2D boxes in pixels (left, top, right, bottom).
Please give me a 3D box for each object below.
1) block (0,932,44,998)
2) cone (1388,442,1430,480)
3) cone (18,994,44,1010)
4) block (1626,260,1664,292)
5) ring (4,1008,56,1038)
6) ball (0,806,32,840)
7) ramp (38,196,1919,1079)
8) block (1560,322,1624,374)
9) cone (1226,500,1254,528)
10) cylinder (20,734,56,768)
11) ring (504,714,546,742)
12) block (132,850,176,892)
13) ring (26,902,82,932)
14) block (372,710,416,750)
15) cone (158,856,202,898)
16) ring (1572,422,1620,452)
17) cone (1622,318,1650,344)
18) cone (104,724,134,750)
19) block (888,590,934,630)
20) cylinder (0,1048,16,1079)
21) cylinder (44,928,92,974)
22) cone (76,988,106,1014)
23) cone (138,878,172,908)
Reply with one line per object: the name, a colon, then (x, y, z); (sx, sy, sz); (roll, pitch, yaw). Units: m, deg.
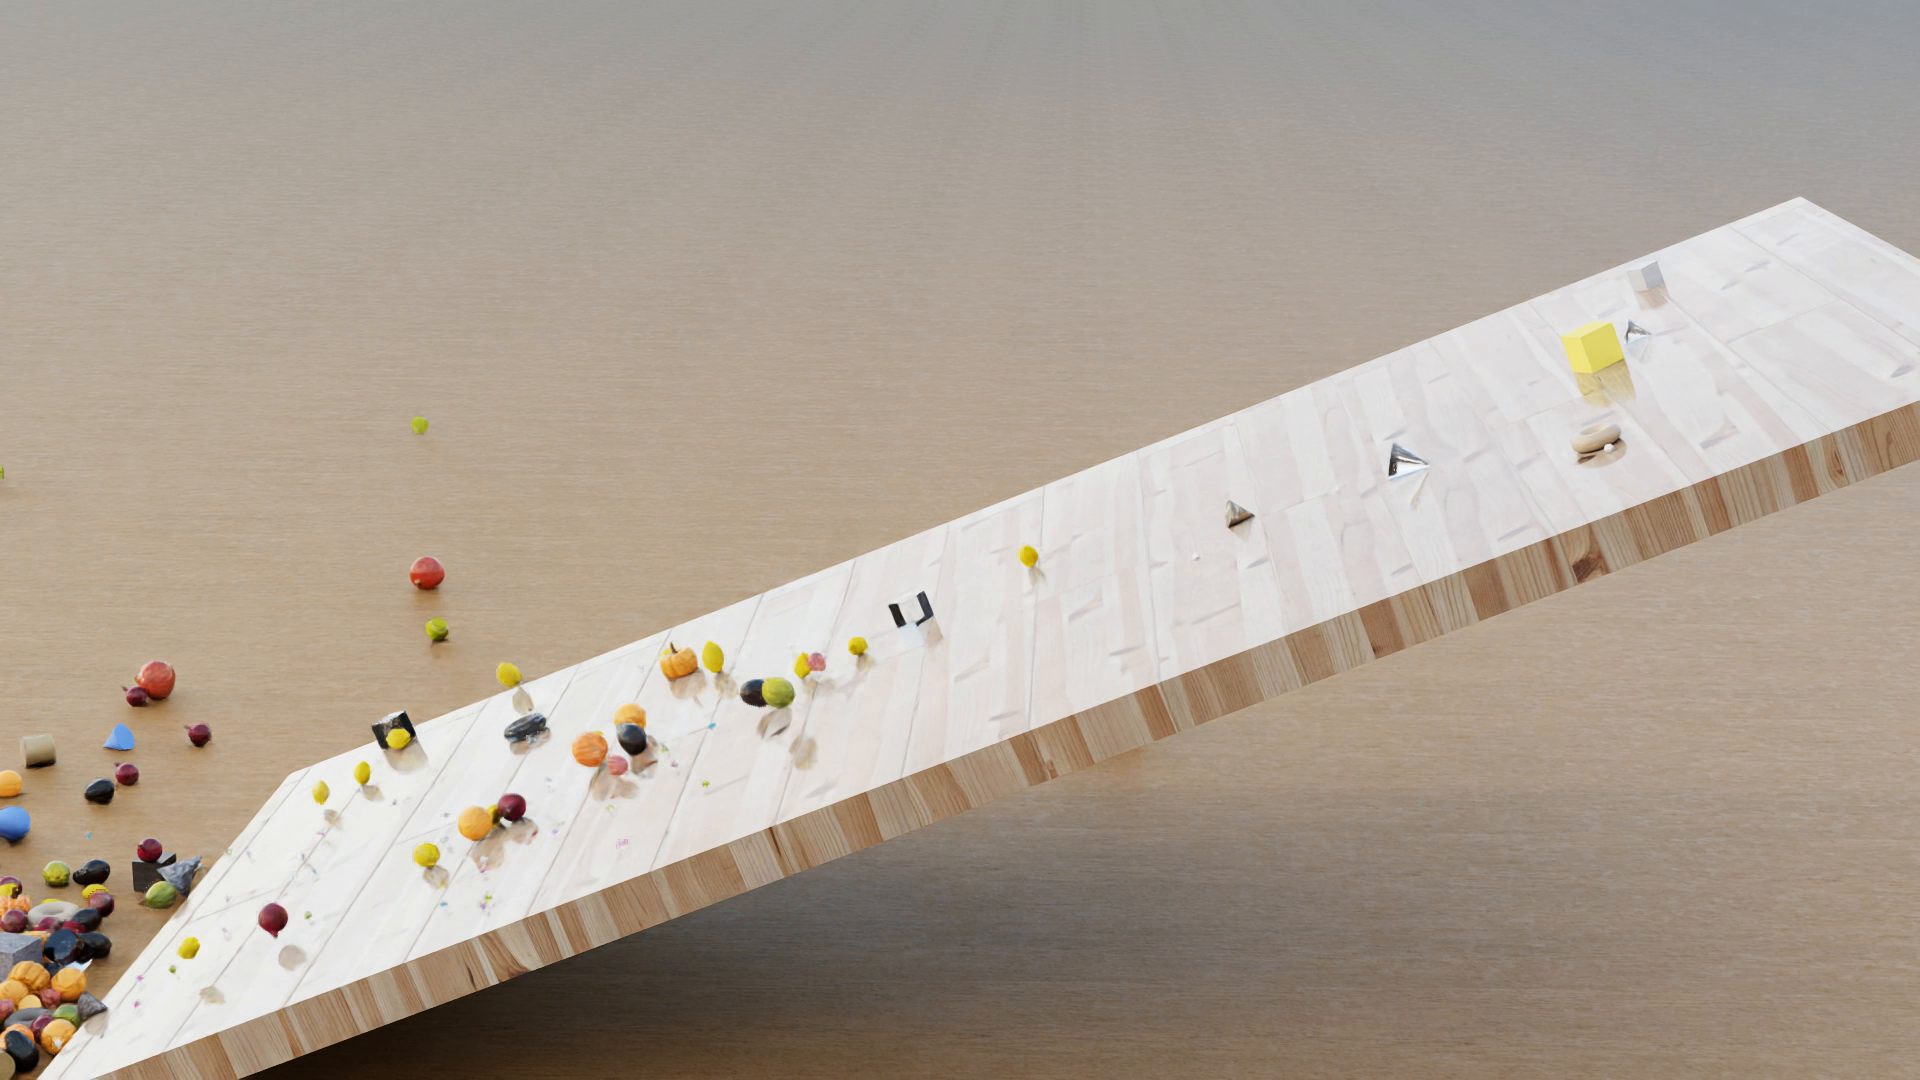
block: (-2.059, 0.919, 6.371); (0.100, 0.100, 0.100); (5, 15, 19)
cone: (0.916, -0.157, 5.975); (0.082, 0.082, 0.082); (8, 15, 11)
cone: (-1.954, 0.993, 6.230); (0.054, 0.054, 0.054); (4, -12, 18)
block: (1.566, -0.603, 6.721); (0.052, 0.052, 0.052); (-28, 13, -23)
ring: (-1.943, 1.008, 6.145); (0.104, 0.035, 0.104); (0, 15, 0)
ball: (-2.345, 0.702, 7.283); (0.085, 0.085, 0.085); (0, 14, 0)
ramp: (0.123, 0.173, 6.291); (4.000, 0.100, 2.000); (-21, 12, 7)
block: (1.335, -0.407, 6.207); (0.081, 0.081, 0.081); (-26, 12, -14)
cone: (0.588, -0.054, 6.141); (0.058, 0.058, 0.058); (3, 13, -7)
cylinder: (-2.466, 0.563, 7.866); (0.076, 0.076, 0.076); (-11, 17, -29)
ring: (-1.015, 0.437, 6.862); (0.107, 0.036, 0.107); (-23, 11, 5)
block: (-1.906, 0.786, 6.962); (0.075, 0.075, 0.075); (3, 14, 12)
ring: (-2.072, 0.862, 6.727); (0.122, 0.041, 0.122); (0, 15, 0)
block: (-1.415, 0.475, 7.345); (0.066, 0.066, 0.066); (-12, 16, 40)
cone: (-1.812, 0.772, 6.894); (0.097, 0.097, 0.097); (-44, 28, -11)
ring: (1.215, -0.196, 5.620); (0.098, 0.033, 0.098); (-22, 11, 4)
cone: (1.451, -0.443, 6.287); (0.057, 0.057, 0.057); (11, 14, 1)
cone: (-2.305, 0.549, 8.009); (0.078, 0.078, 0.078); (-24, 6, 19)
block: (-0.107, 0.152, 6.411); (0.061, 0.061, 0.061); (-10, 17, 46)
cylinder: (-1.943, 1.050, 5.895); (0.072, 0.072, 0.072); (-11, 18, -38)
cylinder: (-1.950, 0.900, 6.432); (0.076, 0.076, 0.076); (-8, 56, 12)
cone: (-1.756, 0.950, 5.982); (0.057, 0.057, 0.057); (24, 20, 12)
cone: (-1.886, 0.836, 6.849); (0.072, 0.072, 0.072); (-24, 8, 16)
